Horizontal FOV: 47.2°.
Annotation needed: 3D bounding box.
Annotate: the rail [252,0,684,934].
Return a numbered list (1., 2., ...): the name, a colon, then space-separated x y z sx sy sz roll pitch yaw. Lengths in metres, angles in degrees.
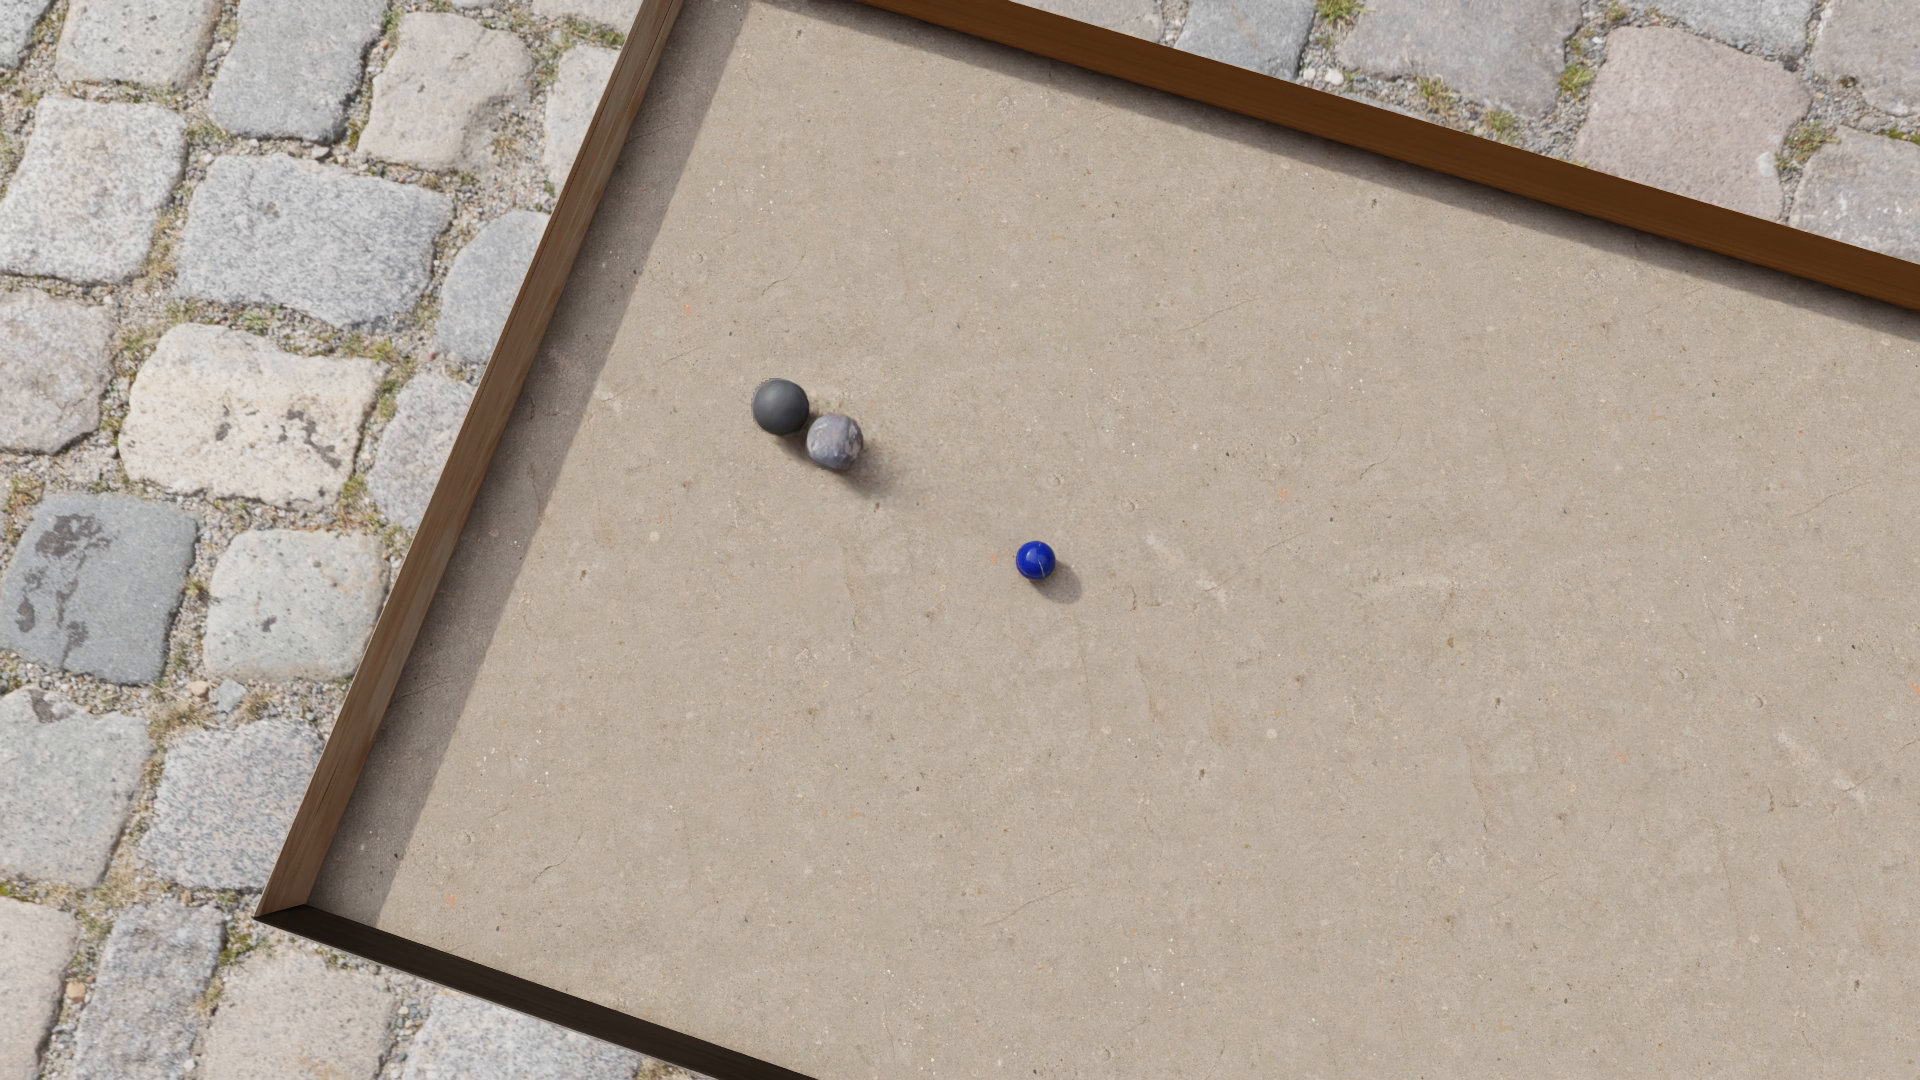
1. rail: -0.713 -0.231 3.440 0.045 0.115 1.758 17 73 5

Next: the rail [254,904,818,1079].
1. rail: 0.467 1.000 3.051 3.098 0.115 0.045 17 73 5

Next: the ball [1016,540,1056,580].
1. ball: 0.116 0.032 3.386 0.062 0.062 0.062 0 72 0

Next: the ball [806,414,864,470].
1. ball: -0.195 -0.154 3.430 0.089 0.089 0.089 0 72 0

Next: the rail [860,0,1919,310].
1. rail: 1.004 -0.549 3.541 3.098 0.115 0.045 17 73 5

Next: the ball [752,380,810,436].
1. ball: -0.280 -0.208 3.448 0.089 0.089 0.089 0 72 0
